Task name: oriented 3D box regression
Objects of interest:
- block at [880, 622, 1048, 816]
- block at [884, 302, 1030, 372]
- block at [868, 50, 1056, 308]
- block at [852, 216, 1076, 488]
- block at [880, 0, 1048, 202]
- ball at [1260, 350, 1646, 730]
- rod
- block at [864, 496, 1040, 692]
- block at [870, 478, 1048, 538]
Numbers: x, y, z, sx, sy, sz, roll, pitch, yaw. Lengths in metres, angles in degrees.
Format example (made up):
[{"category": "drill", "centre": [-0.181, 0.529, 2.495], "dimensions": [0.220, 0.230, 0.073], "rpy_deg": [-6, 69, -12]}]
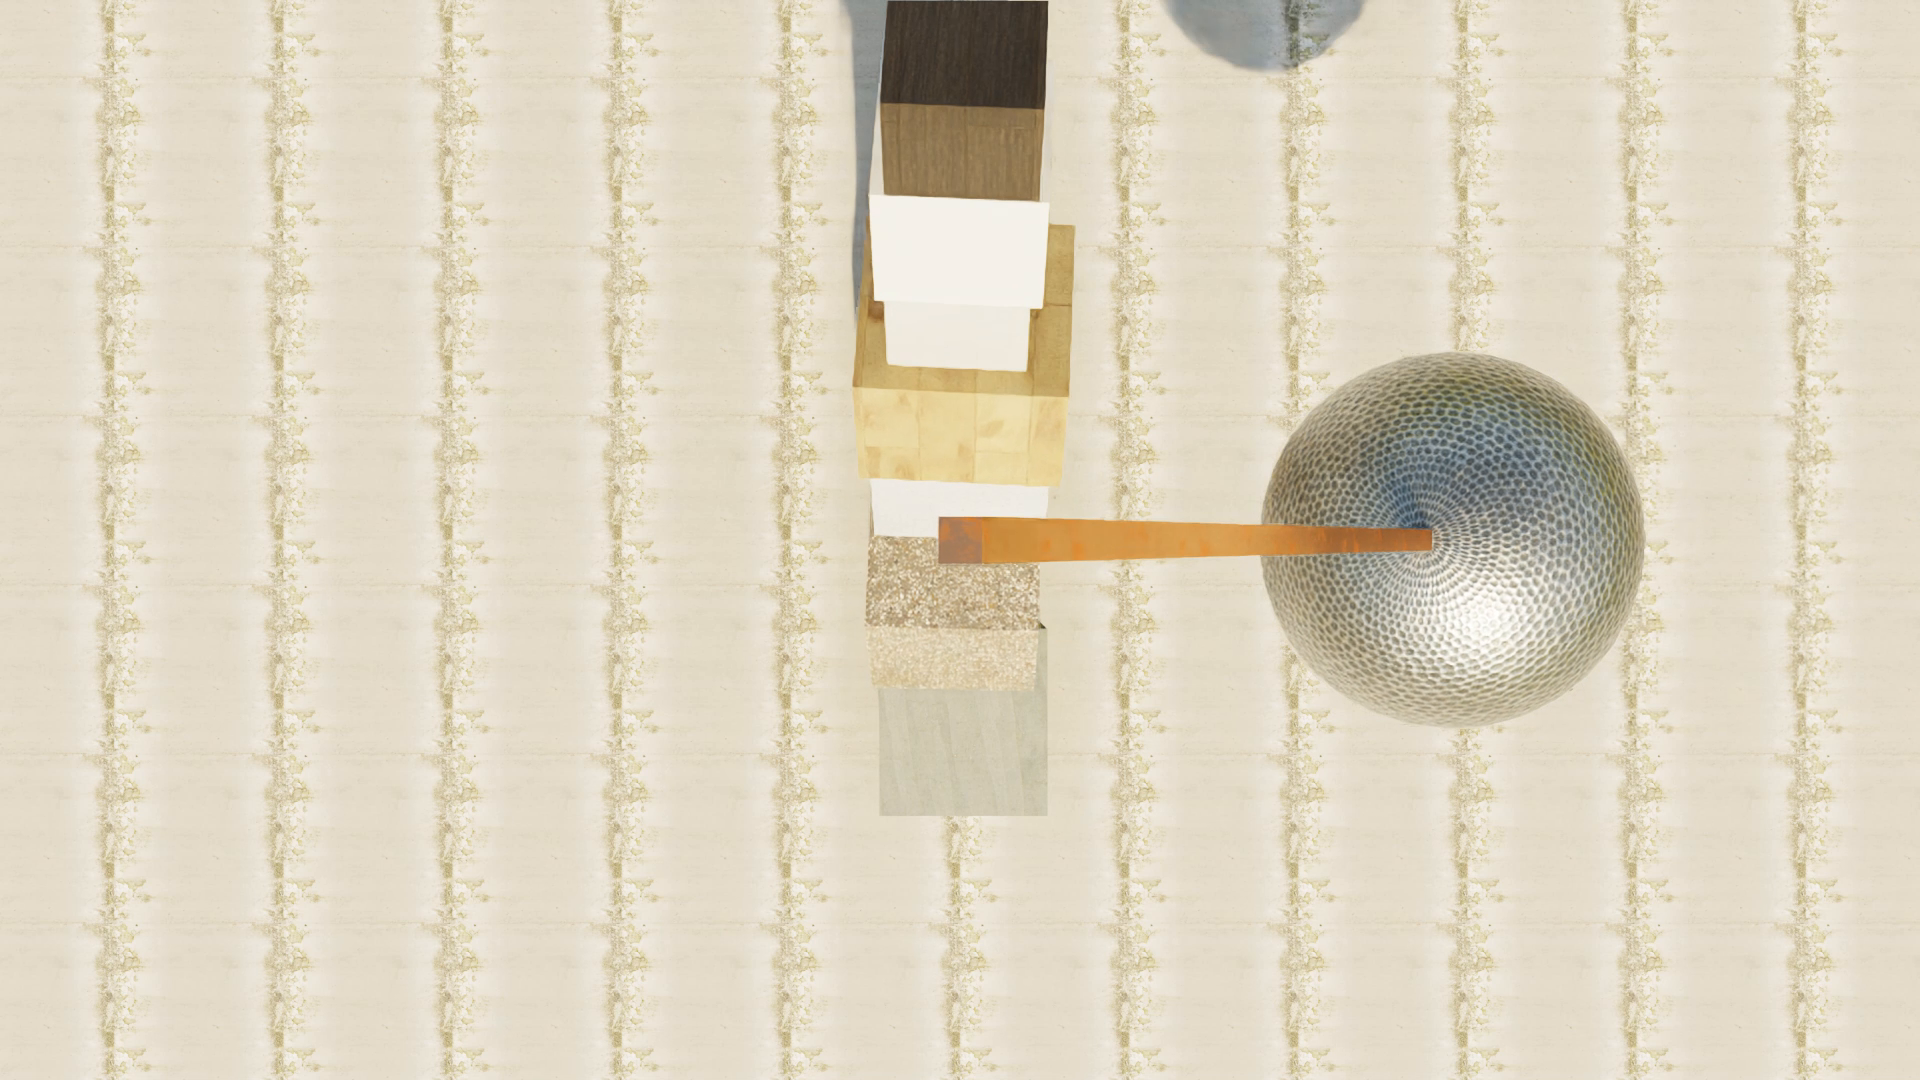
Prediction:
[{"category": "block", "centre": [0.018, 0.989, 12.460], "dimensions": [0.913, 1.081, 1.014], "rpy_deg": [0, 90, 0]}, {"category": "block", "centre": [0.005, -1.169, 9.526], "dimensions": [0.609, 0.543, 0.666], "rpy_deg": [3, 63, 1]}, {"category": "block", "centre": [0.014, -1.456, 8.949], "dimensions": [0.696, 0.744, 0.700], "rpy_deg": [3, 63, 1]}, {"category": "block", "centre": [0.025, -0.860, 10.147], "dimensions": [0.945, 0.836, 0.907], "rpy_deg": [3, 63, 1]}, {"category": "block", "centre": [0.021, -1.720, 8.346], "dimensions": [0.599, 0.568, 0.627], "rpy_deg": [2, 63, 1]}, {"category": "ball", "centre": [2.074, 0.000, 9.332], "dimensions": [1.600, 1.600, 1.600], "rpy_deg": [0, 90, 0]}, {"category": "rod", "centre": [0.899, 0.000, 6.141], "dimensions": [0.080, 5.200, 0.080], "rpy_deg": [0, 90, 20]}, {"category": "block", "centre": [-0.028, 0.254, 11.519], "dimensions": [0.867, 0.920, 0.800], "rpy_deg": [1, 67, 1]}, {"category": "block", "centre": [0.014, -0.500, 10.893], "dimensions": [0.856, 0.806, 0.713], "rpy_deg": [2, 65, 1]}]
